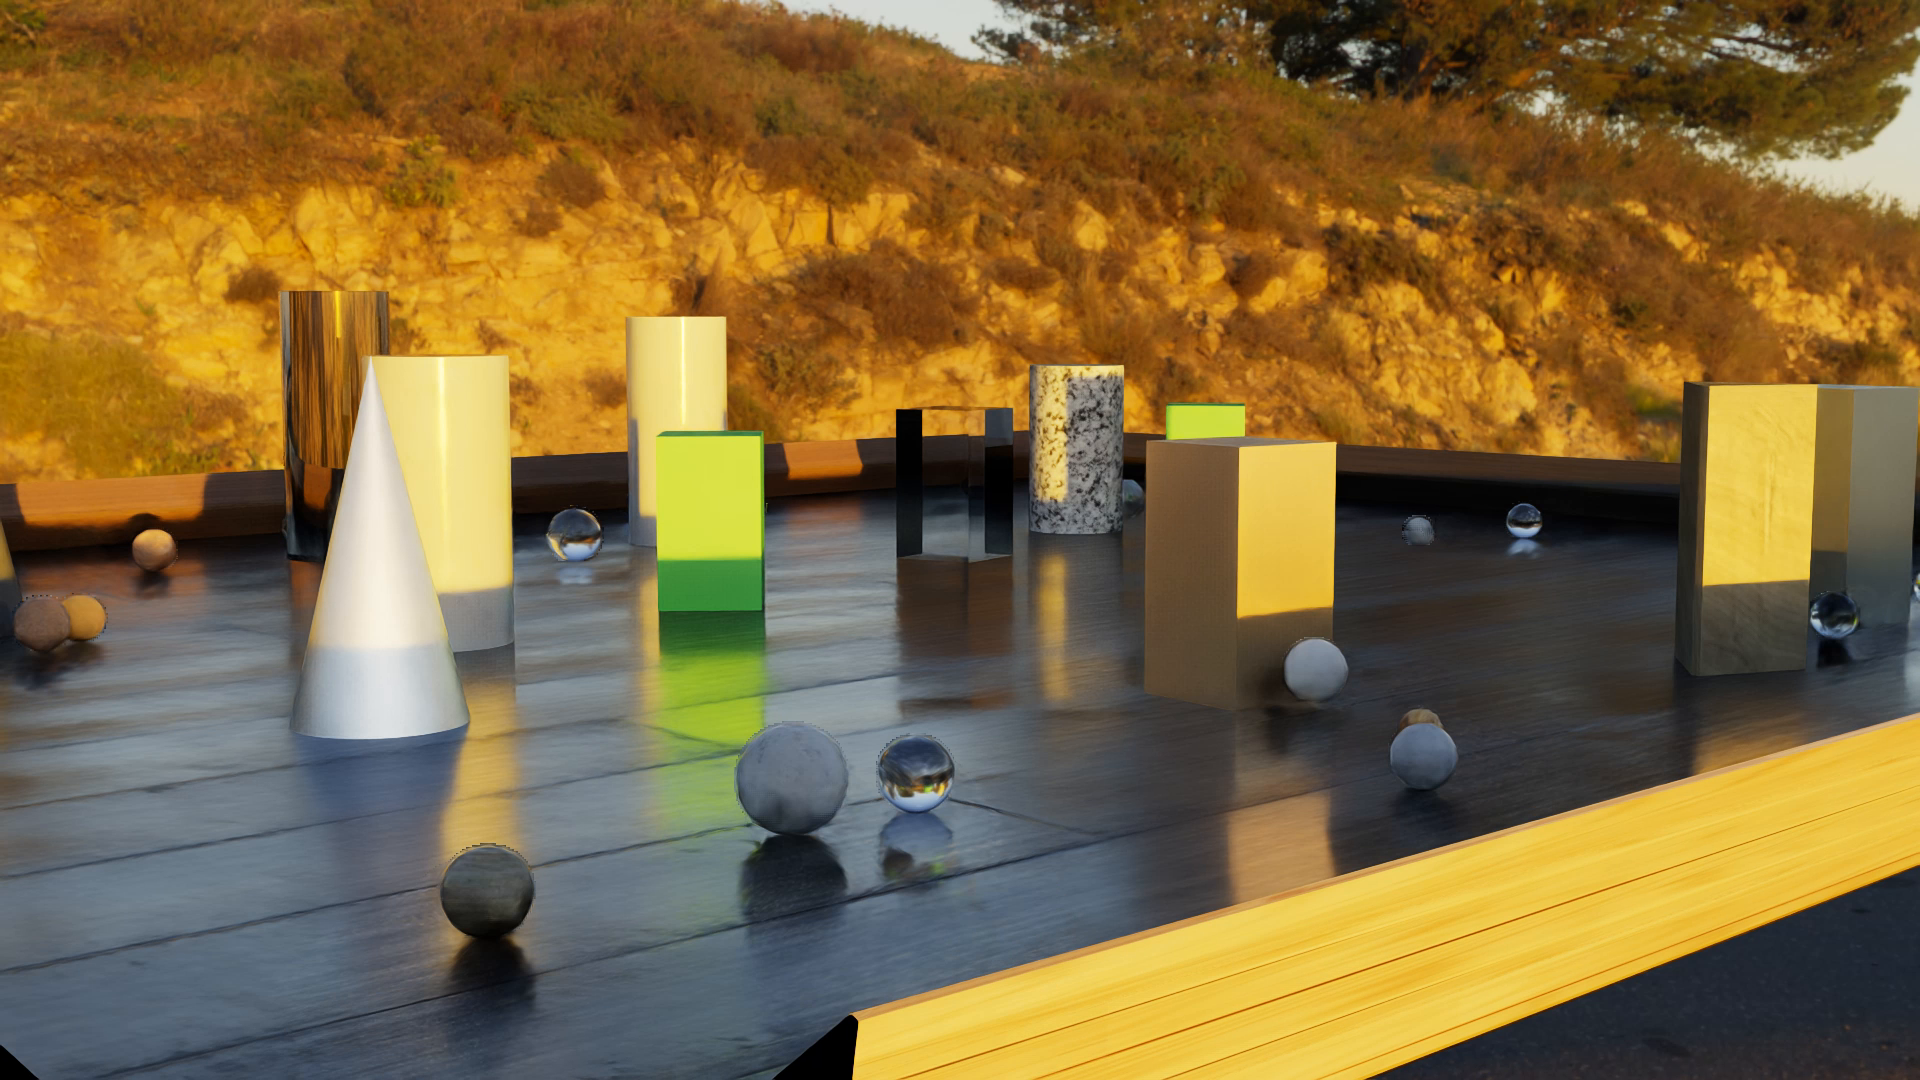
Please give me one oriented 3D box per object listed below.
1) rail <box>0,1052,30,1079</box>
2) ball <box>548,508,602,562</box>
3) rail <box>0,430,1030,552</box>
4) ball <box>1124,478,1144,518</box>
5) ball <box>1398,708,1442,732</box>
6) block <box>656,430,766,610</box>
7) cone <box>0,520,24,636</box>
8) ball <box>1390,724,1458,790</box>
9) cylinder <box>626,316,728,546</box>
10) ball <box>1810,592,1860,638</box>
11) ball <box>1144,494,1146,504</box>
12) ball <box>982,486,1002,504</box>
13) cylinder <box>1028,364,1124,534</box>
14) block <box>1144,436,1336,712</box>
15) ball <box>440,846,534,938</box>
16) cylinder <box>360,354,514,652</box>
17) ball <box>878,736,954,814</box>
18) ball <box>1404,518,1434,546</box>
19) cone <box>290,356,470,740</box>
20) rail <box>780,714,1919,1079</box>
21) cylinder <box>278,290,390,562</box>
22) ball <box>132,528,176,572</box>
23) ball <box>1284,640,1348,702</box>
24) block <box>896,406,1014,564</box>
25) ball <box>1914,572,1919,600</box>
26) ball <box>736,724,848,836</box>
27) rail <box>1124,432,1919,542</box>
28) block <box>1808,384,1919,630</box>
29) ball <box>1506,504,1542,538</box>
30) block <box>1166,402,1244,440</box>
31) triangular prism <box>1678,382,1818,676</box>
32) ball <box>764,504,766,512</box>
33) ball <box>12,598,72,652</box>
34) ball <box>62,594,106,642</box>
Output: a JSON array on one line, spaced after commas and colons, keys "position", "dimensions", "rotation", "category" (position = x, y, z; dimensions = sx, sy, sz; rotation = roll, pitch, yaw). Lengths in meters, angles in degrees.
[{"position": [-1.394, 0.167, 2.053], "dimensions": [0.045, 0.123, 3.375], "rotation": [-6, 8, -42], "category": "rail"}, {"position": [-0.677, -0.008, 3.860], "dimensions": [0.095, 0.095, 0.095], "rotation": [0, 6, 0], "category": "ball"}, {"position": [-1.128, -0.096, 4.548], "dimensions": [3.841, 0.123, 0.045], "rotation": [-6, 8, -42], "category": "rail"}, {"position": [0.349, -0.088, 4.664], "dimensions": [0.085, 0.085, 0.085], "rotation": [0, 6, 0], "category": "ball"}, {"position": [0.464, 0.191, 2.217], "dimensions": [0.043, 0.043, 0.043], "rotation": [0, 6, 0], "category": "ball"}, {"position": [-0.373, -0.032, 3.308], "dimensions": [0.152, 0.257, 0.152], "rotation": [0, 6, -3], "category": "block"}, {"position": [-1.386, -0.107, 3.011], "dimensions": [0.190, 0.469, 0.190], "rotation": [0, 6, 0], "category": "cone"}, {"position": [0.430, 0.201, 2.038], "dimensions": [0.062, 0.062, 0.062], "rotation": [0, 6, 0], "category": "ball"}, {"position": [-0.538, -0.210, 4.185], "dimensions": [0.190, 0.428, 0.190], "rotation": [0, 6, 0], "category": "cylinder"}, {"position": [1.181, 0.102, 2.969], "dimensions": [0.062, 0.062, 0.062], "rotation": [0, 6, 0], "category": "ball"}, {"position": [0.431, -0.090, 4.819], "dimensions": [0.057, 0.057, 0.057], "rotation": [0, 6, 0], "category": "ball"}, {"position": [0.071, -0.102, 4.990], "dimensions": [0.044, 0.044, 0.044], "rotation": [0, 6, 0], "category": "ball"}, {"position": [0.234, -0.186, 4.423], "dimensions": [0.190, 0.331, 0.190], "rotation": [0, 6, 0], "category": "cylinder"}, {"position": [0.320, 0.033, 2.523], "dimensions": [0.152, 0.293, 0.152], "rotation": [-5, 8, -37], "category": "block"}, {"position": [-0.335, 0.250, 1.559], "dimensions": [0.065, 0.065, 0.065], "rotation": [0, 6, 0], "category": "ball"}, {"position": [-0.693, -0.054, 2.922], "dimensions": [0.190, 0.382, 0.190], "rotation": [0, 6, 0], "category": "cylinder"}, {"position": [-0.039, 0.207, 1.945], "dimensions": [0.068, 0.068, 0.068], "rotation": [0, 6, 0], "category": "ball"}, {"position": [0.861, -0.015, 4.125], "dimensions": [0.053, 0.053, 0.053], "rotation": [0, 6, 0], "category": "ball"}, {"position": [-0.625, 0.000, 2.352], "dimensions": [0.190, 0.395, 0.190], "rotation": [0, 6, 0], "category": "cone"}, {"position": [1.128, 0.160, 2.116], "dimensions": [3.841, 0.123, 0.045], "rotation": [-6, 8, -42], "category": "rail"}, {"position": [-1.112, -0.206, 3.930], "dimensions": [0.190, 0.474, 0.190], "rotation": [0, 6, 0], "category": "cylinder"}, {"position": [-1.367, 0.017, 3.732], "dimensions": [0.072, 0.072, 0.072], "rotation": [0, 6, 0], "category": "ball"}, {"position": [0.396, 0.146, 2.452], "dimensions": [0.071, 0.071, 0.071], "rotation": [0, 6, 0], "category": "ball"}, {"position": [-0.009, -0.103, 3.939], "dimensions": [0.152, 0.266, 0.152], "rotation": [4, 7, 32], "category": "block"}, {"position": [1.443, 0.069, 3.234], "dimensions": [0.073, 0.073, 0.073], "rotation": [0, 6, 0], "category": "ball"}, {"position": [-0.142, 0.203, 1.861], "dimensions": [0.095, 0.095, 0.095], "rotation": [0, 6, 0], "category": "ball"}, {"position": [1.394, -0.103, 4.611], "dimensions": [0.045, 0.123, 3.375], "rotation": [-6, 8, -42], "category": "rail"}, {"position": [1.241, -0.051, 3.123], "dimensions": [0.152, 0.334, 0.152], "rotation": [-4, 7, -34], "category": "block"}, {"position": [1.091, -0.037, 4.252], "dimensions": [0.069, 0.069, 0.069], "rotation": [0, 6, 0], "category": "ball"}, {"position": [0.486, -0.141, 4.351], "dimensions": [0.152, 0.255, 0.152], "rotation": [1, 6, 7], "category": "block"}, {"position": [0.947, -0.020, 2.747], "dimensions": [0.164, 0.351, 0.142], "rotation": [-2, 6, -19], "category": "triangular prism"}, {"position": [-0.435, -0.067, 4.603], "dimensions": [0.056, 0.056, 0.056], "rotation": [0, 6, 0], "category": "ball"}, {"position": [-1.194, 0.110, 2.859], "dimensions": [0.071, 0.071, 0.071], "rotation": [0, 6, 0], "category": "ball"}, {"position": [-1.176, 0.105, 2.940], "dimensions": [0.063, 0.063, 0.063], "rotation": [0, 6, 0], "category": "ball"}]
